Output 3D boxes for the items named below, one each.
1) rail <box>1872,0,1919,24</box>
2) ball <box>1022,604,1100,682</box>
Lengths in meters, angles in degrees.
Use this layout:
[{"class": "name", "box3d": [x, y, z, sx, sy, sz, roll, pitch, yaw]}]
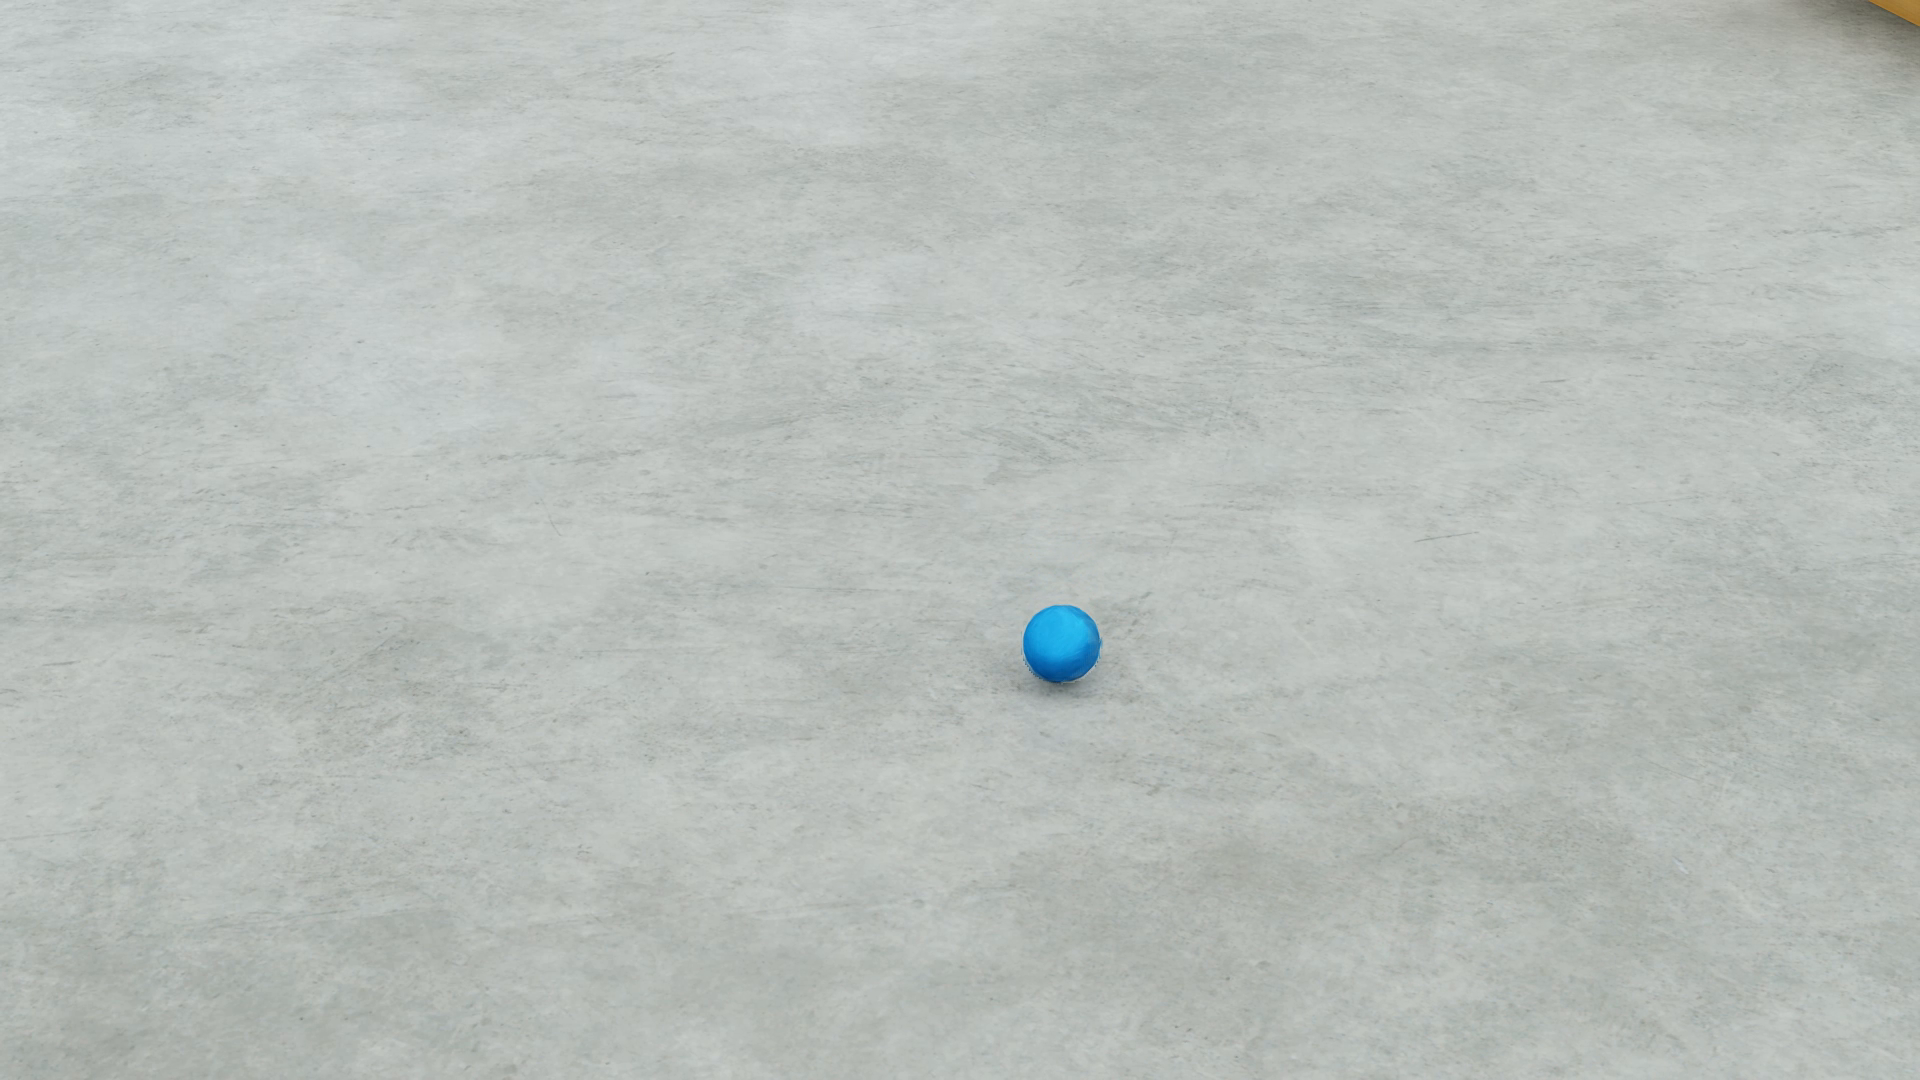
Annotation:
[{"class": "rail", "box3d": [0.685, -0.707, 2.955, 0.045, 0.116, 4.146, -11, 31, -19]}, {"class": "ball", "box3d": [0.058, 0.059, 1.682, 0.045, 0.045, 0.045, 0, 30, 0]}]
